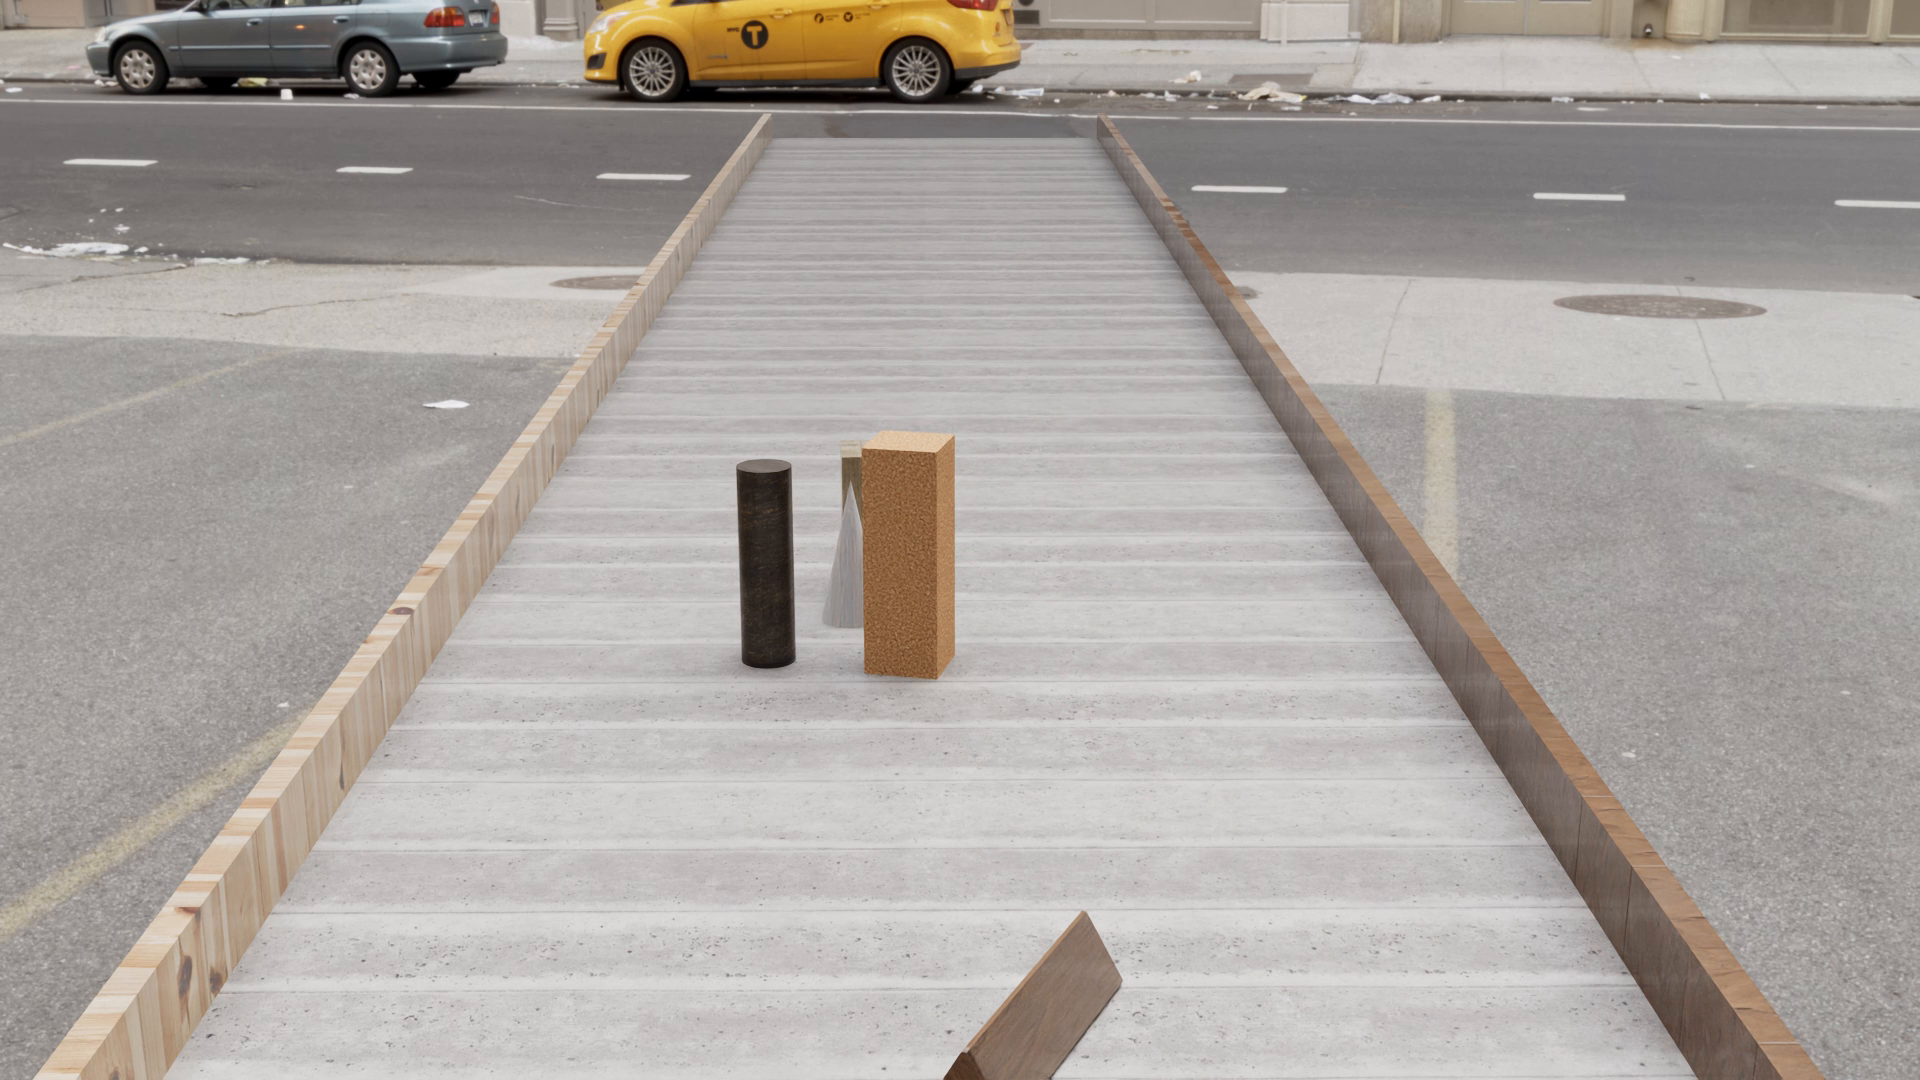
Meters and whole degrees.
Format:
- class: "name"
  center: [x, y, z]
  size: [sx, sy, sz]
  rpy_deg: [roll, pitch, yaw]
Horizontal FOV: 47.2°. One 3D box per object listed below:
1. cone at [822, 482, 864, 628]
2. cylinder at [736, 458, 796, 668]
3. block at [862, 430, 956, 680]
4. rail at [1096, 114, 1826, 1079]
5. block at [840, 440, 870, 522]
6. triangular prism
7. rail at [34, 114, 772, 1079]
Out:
- class: "cone"
  center: [-0.228, 0.020, 4.625]
  size: [0.132, 0.305, 0.132]
  rpy_deg: [0, 17, 0]
- class: "cylinder"
  center: [-0.384, 0.047, 4.363]
  size: [0.109, 0.402, 0.109]
  rpy_deg: [0, 17, 0]
- class: "block"
  center: [-0.099, 0.028, 4.328]
  size: [0.148, 0.459, 0.148]
  rpy_deg: [4, 17, 13]
- class: "rail"
  center: [0.932, -0.844, 7.801]
  size: [0.050, 0.150, 12.000]
  rpy_deg: [0, 17, -1]
- class: "block"
  center: [-0.184, -0.044, 4.806]
  size: [0.147, 0.323, 0.147]
  rpy_deg: [-1, 17, -4]
- class: "triangular prism"
  center: [0.090, 0.627, 2.929]
  size: [0.117, 0.101, 0.428]
  rpy_deg: [7, 18, 23]
- class: "rail"
  center: [-1.118, -0.838, 7.780]
  size: [0.050, 0.150, 12.000]
  rpy_deg: [0, 17, -1]
